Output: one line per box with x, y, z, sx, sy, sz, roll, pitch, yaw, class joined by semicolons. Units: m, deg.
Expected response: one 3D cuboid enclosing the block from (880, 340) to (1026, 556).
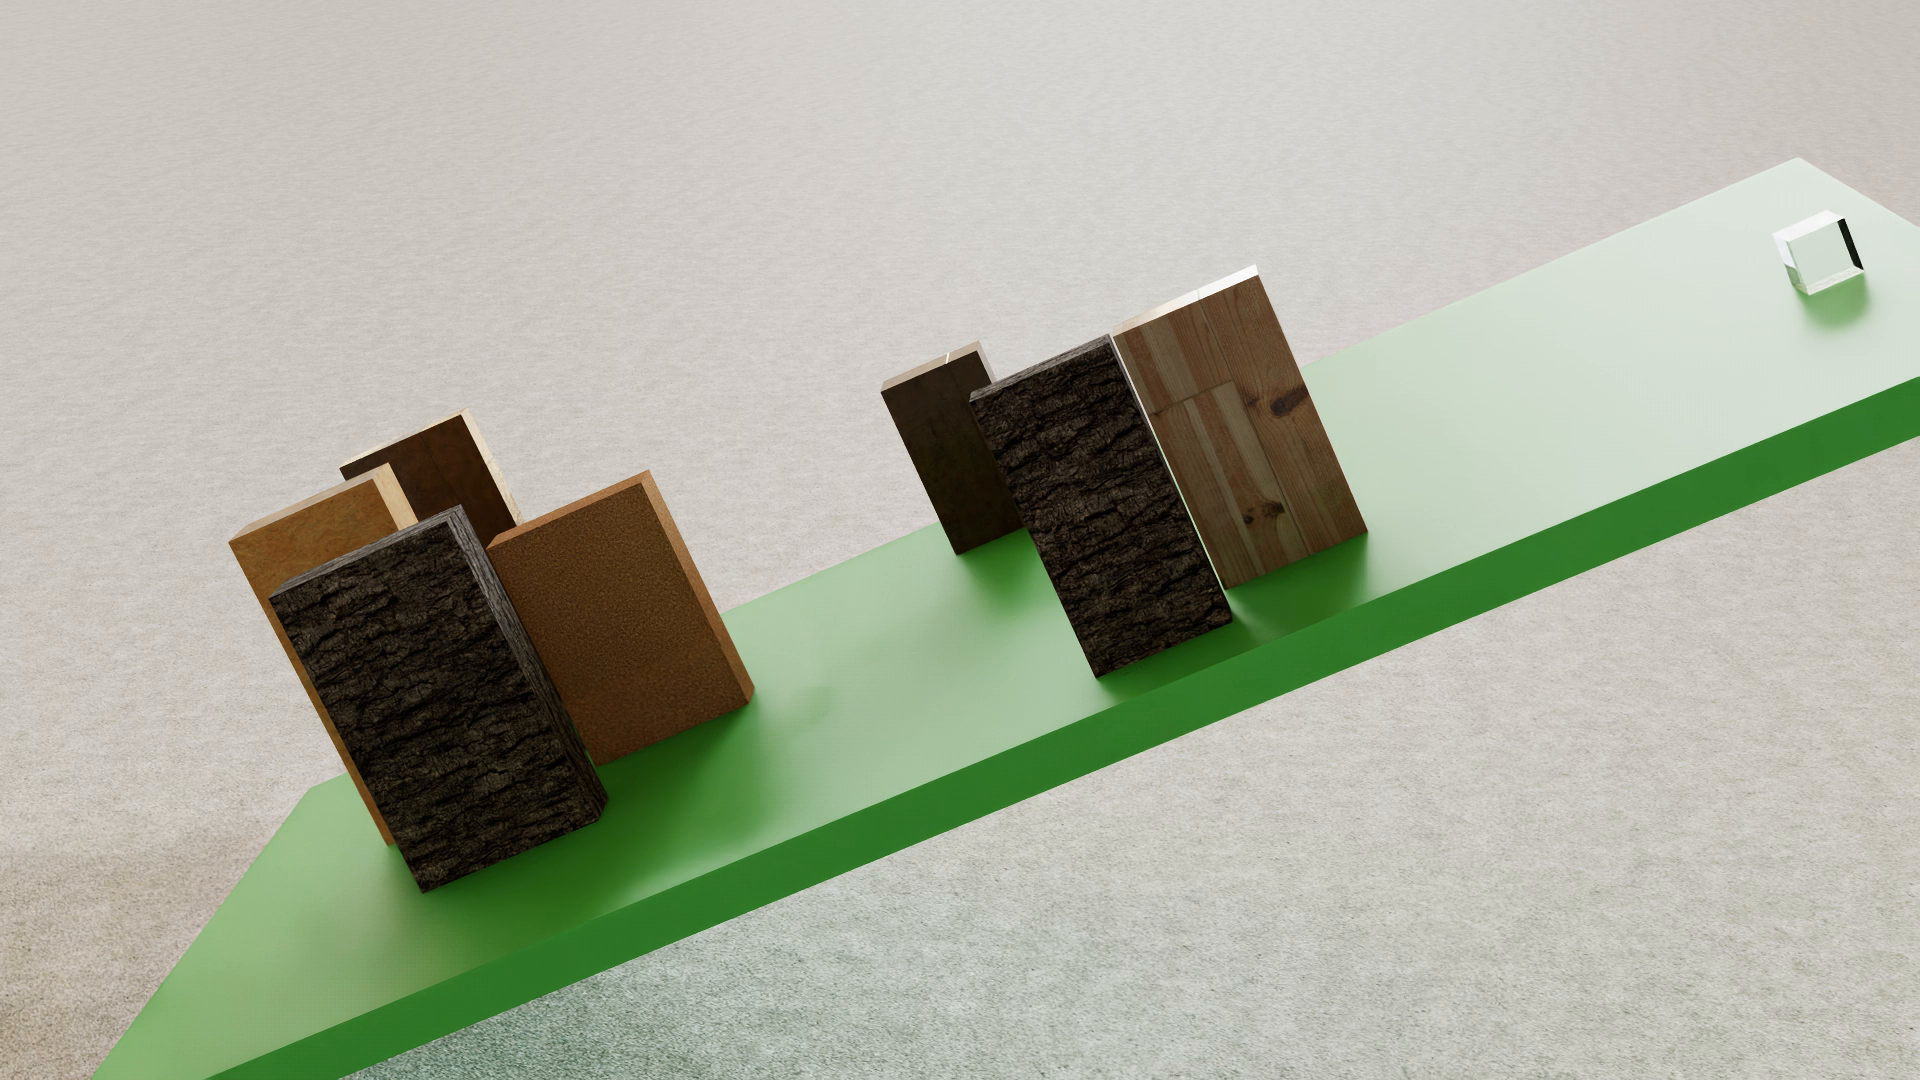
0.017;-0.214;6.846;0.244;0.426;0.118;-23;13;8;block

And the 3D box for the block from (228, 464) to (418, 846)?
-1.279;0.258;6.574;0.360;0.772;0.146;-23;13;8;block

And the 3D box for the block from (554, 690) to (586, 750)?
-0.923;0.427;6.695;0.128;0.128;0.128;-25;13;-1;block

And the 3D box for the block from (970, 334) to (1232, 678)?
0.263;-0.061;5.438;0.277;0.575;0.086;-23;13;8;block

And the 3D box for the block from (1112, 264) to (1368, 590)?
0.535;-0.213;5.619;0.296;0.541;0.106;-23;13;8;block

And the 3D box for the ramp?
0.132;0.170;6.284;4.000;0.100;2.000;-23;13;8;ramp

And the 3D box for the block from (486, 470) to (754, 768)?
-0.738;0.173;6.430;0.373;0.543;0.116;-23;13;8;block

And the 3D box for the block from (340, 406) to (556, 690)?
-1.197;0.079;7.213;0.334;0.741;0.084;-23;13;8;block

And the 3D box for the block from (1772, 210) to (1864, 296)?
1.706;-0.572;5.848;0.117;0.117;0.117;-24;13;5;block

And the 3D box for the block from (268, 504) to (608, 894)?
-1.070;0.330;6.066;0.408;0.696;0.136;-23;13;8;block
